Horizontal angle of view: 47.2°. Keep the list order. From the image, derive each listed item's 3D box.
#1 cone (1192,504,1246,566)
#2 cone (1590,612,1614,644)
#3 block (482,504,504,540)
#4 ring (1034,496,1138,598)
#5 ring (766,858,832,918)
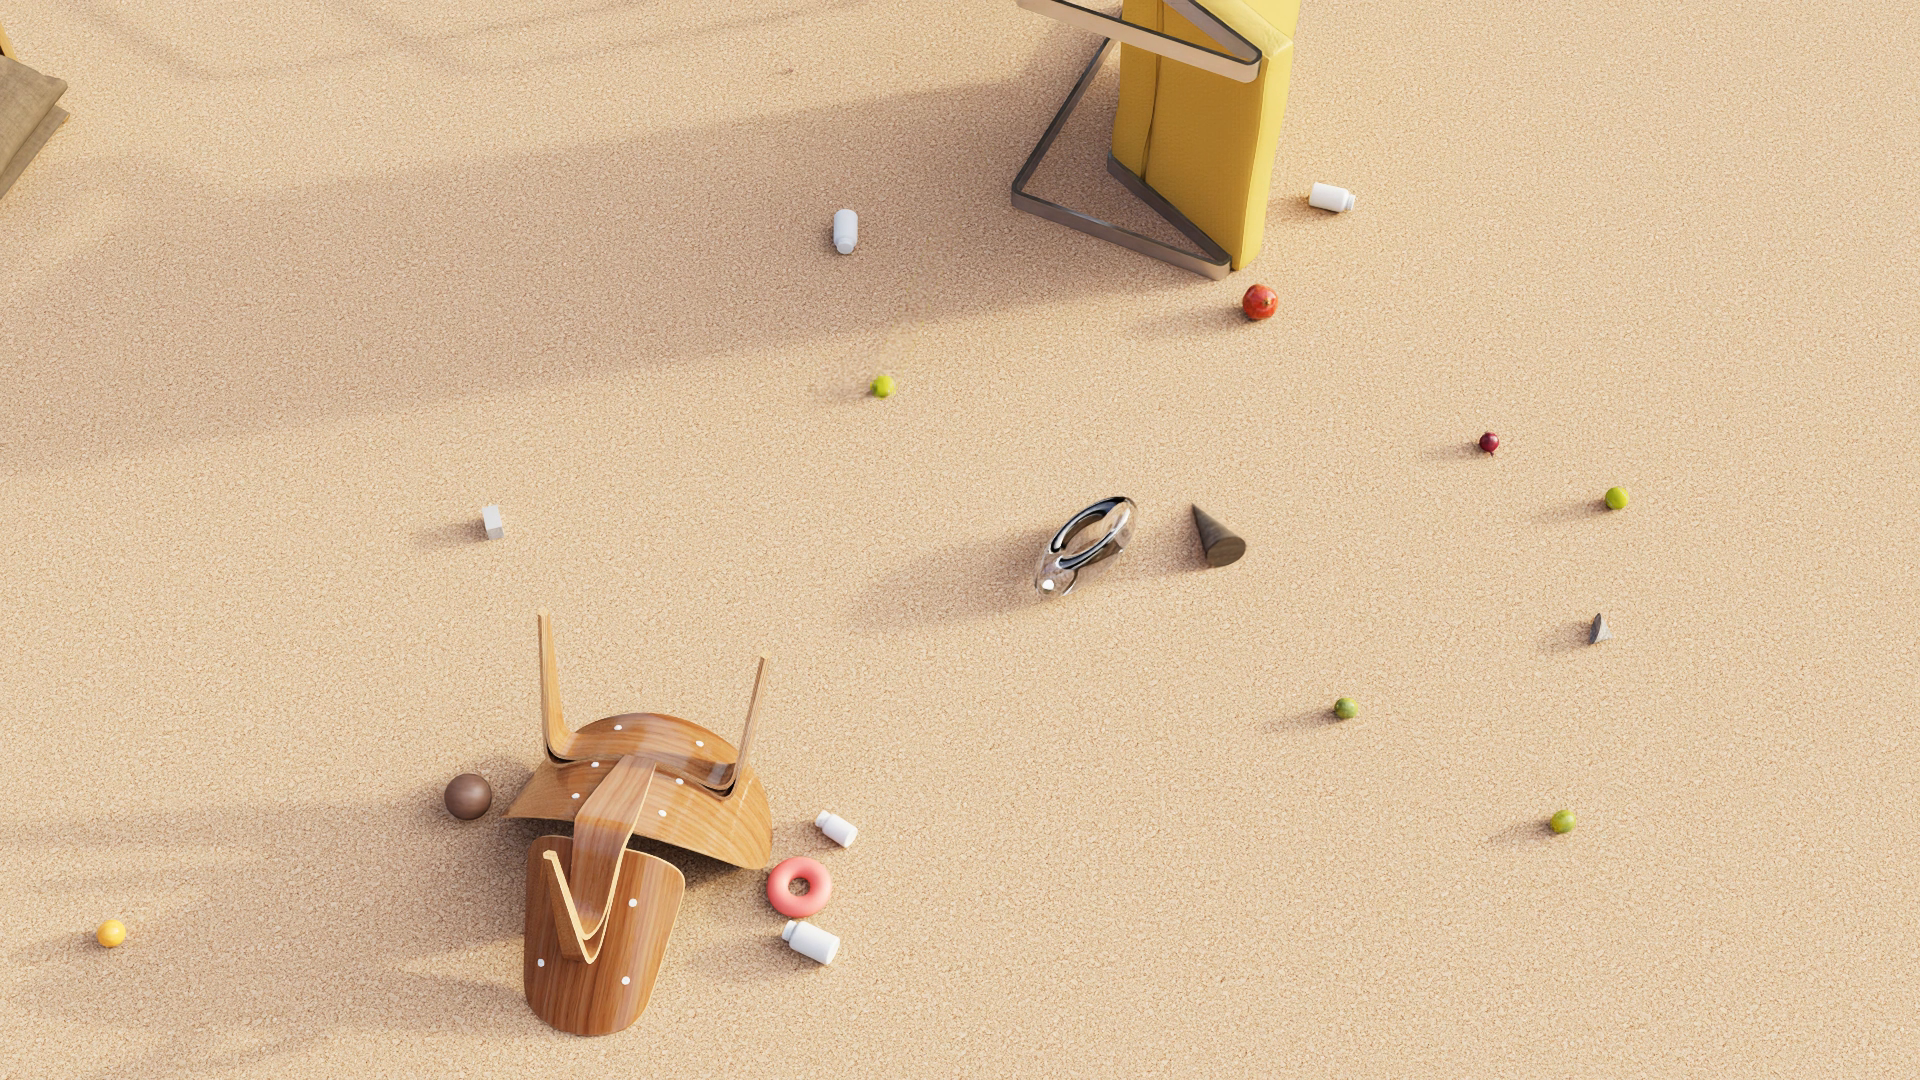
[{"bbox_3d":[0.743,-0.040,6.567,0.131,0.112,0.242,-7,41,-23],"label":"cone"},{"bbox_3d":[1.870,0.270,6.378,0.063,0.051,0.112,27,56,-9],"label":"cone"},{"bbox_3d":[-1.395,-0.052,6.575,0.046,0.056,0.082,-14,57,-9],"label":"block"},{"bbox_3d":[0.372,0.018,6.472,0.173,0.153,0.420,38,63,25],"label":"ring"},{"bbox_3d":[-0.433,0.934,5.918,0.178,0.050,0.175,20,59,14],"label":"ring"}]
